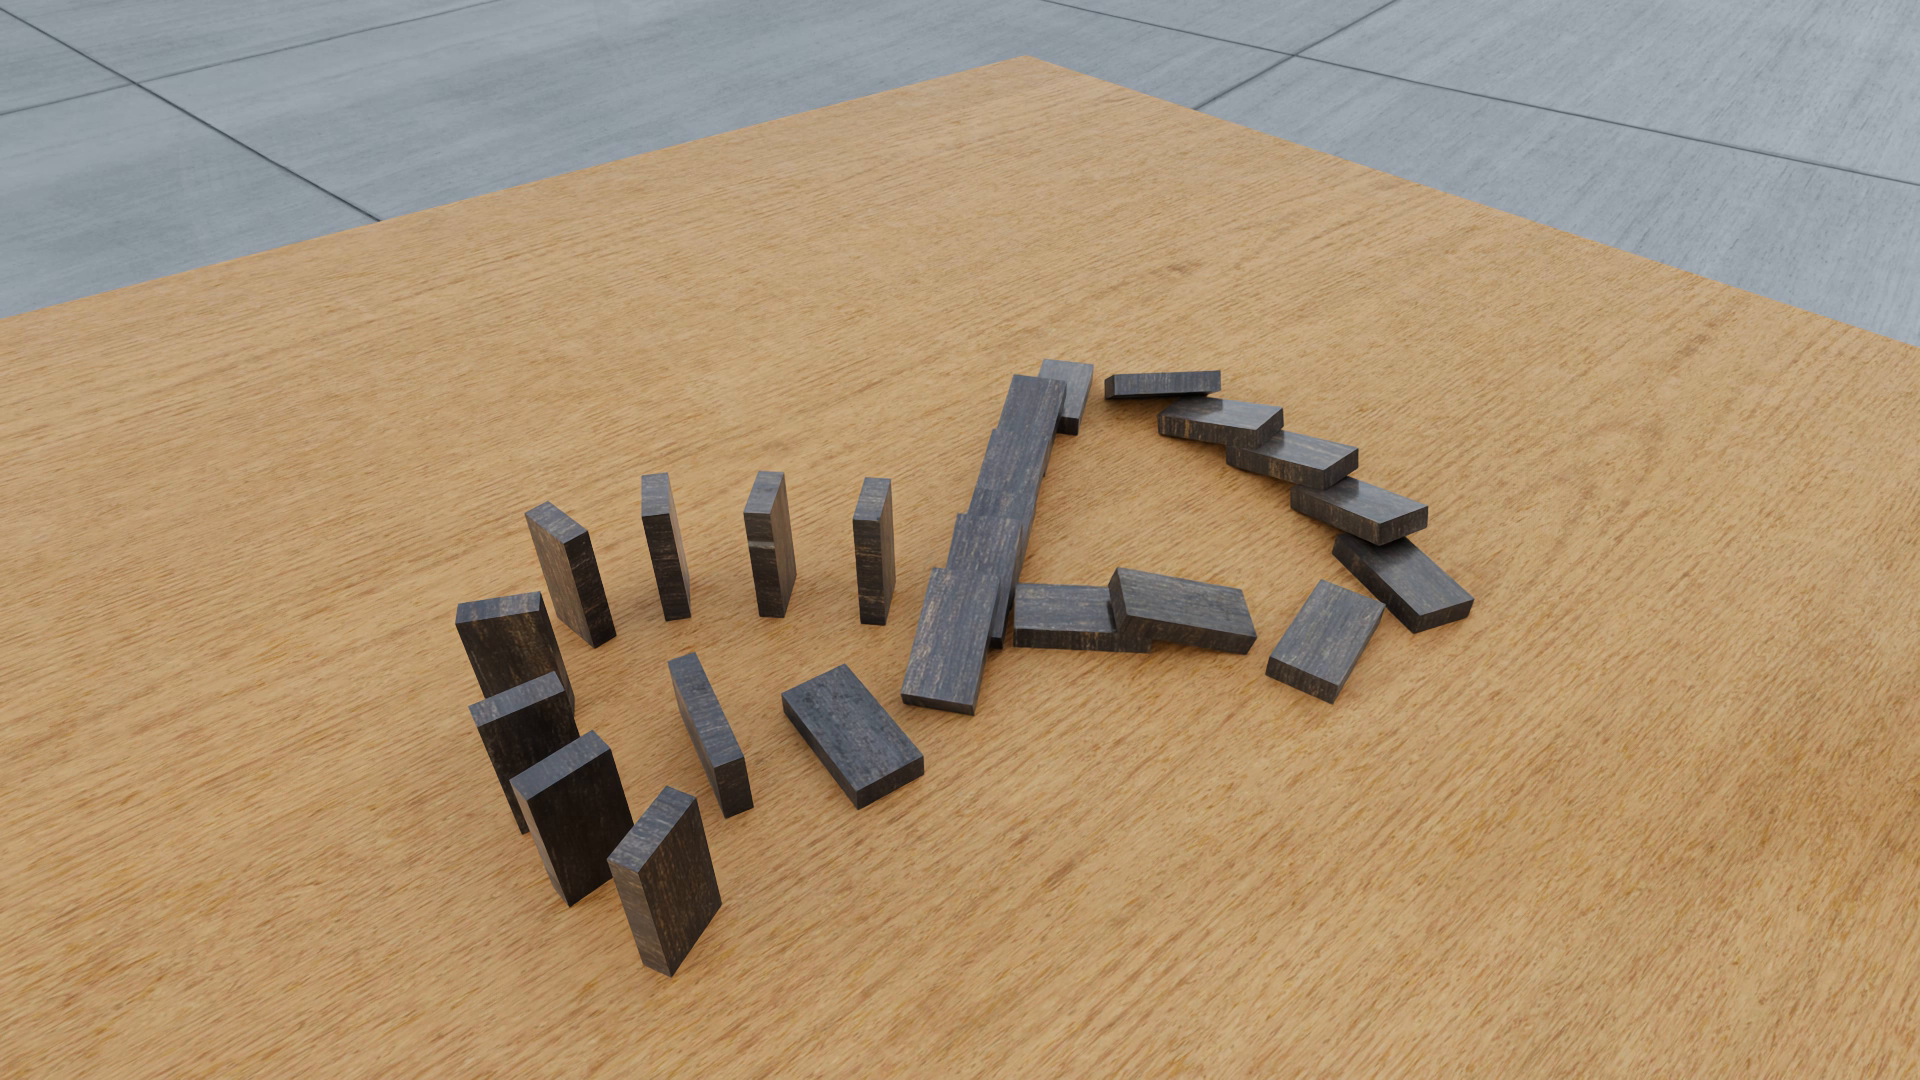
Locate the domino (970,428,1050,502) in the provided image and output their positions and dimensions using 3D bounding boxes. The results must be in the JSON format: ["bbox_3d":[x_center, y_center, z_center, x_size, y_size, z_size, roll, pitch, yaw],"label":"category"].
[{"bbox_3d":[0.021,-0.024,0.465,0.025,0.010,0.050,9,53,11],"label":"domino"}]

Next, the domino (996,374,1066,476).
[{"bbox_3d":[0.031,-0.052,0.497,0.025,0.009,0.050,10,55,11],"label":"domino"}]

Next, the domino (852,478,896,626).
[{"bbox_3d":[-0.031,0.005,0.406,0.010,0.050,0.025,4,39,5],"label":"domino"}]

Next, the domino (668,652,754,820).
[{"bbox_3d":[-0.081,0.062,0.355,0.009,0.025,0.050,-18,43,-21],"label":"domino"}]

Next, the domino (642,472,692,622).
[{"bbox_3d":[-0.109,0.003,0.408,0.010,0.050,0.025,-8,40,-10],"label":"domino"}]

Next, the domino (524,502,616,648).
[{"bbox_3d":[-0.140,0.013,0.396,0.025,0.050,0.009,30,48,31],"label":"domino"}]

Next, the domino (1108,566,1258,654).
[{"bbox_3d":[0.081,0.026,0.401,0.050,0.010,0.025,10,40,-12],"label":"domino"}]

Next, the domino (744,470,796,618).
[{"bbox_3d":[-0.070,0.002,0.409,0.010,0.050,0.025,3,39,3],"label":"domino"}]

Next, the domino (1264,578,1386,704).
[{"bbox_3d":[0.133,0.036,0.400,0.025,0.010,0.050,24,45,26],"label":"domino"}]

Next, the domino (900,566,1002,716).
[{"bbox_3d":[-0.003,0.035,0.387,0.025,0.009,0.050,8,60,10],"label":"domino"}]

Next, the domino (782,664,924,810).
[{"bbox_3d":[-0.036,0.064,0.365,0.025,0.009,0.050,-24,45,-26],"label":"domino"}]

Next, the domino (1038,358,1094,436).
[{"bbox_3d":[0.048,-0.069,0.528,0.025,0.010,0.050,9,40,10],"label":"domino"}]

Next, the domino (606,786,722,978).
[{"bbox_3d":[-0.079,0.093,0.298,0.010,0.050,0.025,16,42,18],"label":"domino"}]

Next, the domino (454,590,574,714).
[{"bbox_3d":[-0.145,0.040,0.362,0.025,0.050,0.010,-9,40,-11],"label":"domino"}]

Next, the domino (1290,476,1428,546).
[{"bbox_3d":[0.162,-0.014,0.449,0.025,0.009,0.050,-18,26,-21],"label":"domino"}]

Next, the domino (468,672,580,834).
[{"bbox_3d":[-0.128,0.065,0.332,0.025,0.050,0.009,-23,45,-26],"label":"domino"}]

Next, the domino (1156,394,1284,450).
[{"bbox_3d":[0.118,-0.054,0.500,0.050,0.010,0.025,15,38,40],"label":"domino"}]

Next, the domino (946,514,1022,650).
[{"bbox_3d":[0.007,0.015,0.410,0.025,0.009,0.050,6,60,9],"label":"domino"}]

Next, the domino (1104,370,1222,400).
[{"bbox_3d":[0.096,-0.074,0.523,0.050,0.009,0.025,-3,3,-3],"label":"domino"}]

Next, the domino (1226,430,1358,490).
[{"bbox_3d":[0.144,-0.036,0.478,0.025,0.010,0.050,-29,33,-30],"label":"domino"}]

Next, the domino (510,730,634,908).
[{"bbox_3d":[-0.108,0.080,0.314,0.025,0.050,0.009,-32,49,-33],"label":"domino"}]

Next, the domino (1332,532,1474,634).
[{"bbox_3d":[0.171,0.014,0.427,0.025,0.009,0.050,-14,41,-16],"label":"domino"}]

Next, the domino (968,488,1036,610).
[{"bbox_3d":[0.013,0.003,0.432,0.025,0.010,0.050,9,53,11],"label":"domino"}]

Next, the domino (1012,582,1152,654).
[{"bbox_3d":[0.045,0.029,0.408,0.050,0.010,0.025,2,39,3],"label":"domino"}]
